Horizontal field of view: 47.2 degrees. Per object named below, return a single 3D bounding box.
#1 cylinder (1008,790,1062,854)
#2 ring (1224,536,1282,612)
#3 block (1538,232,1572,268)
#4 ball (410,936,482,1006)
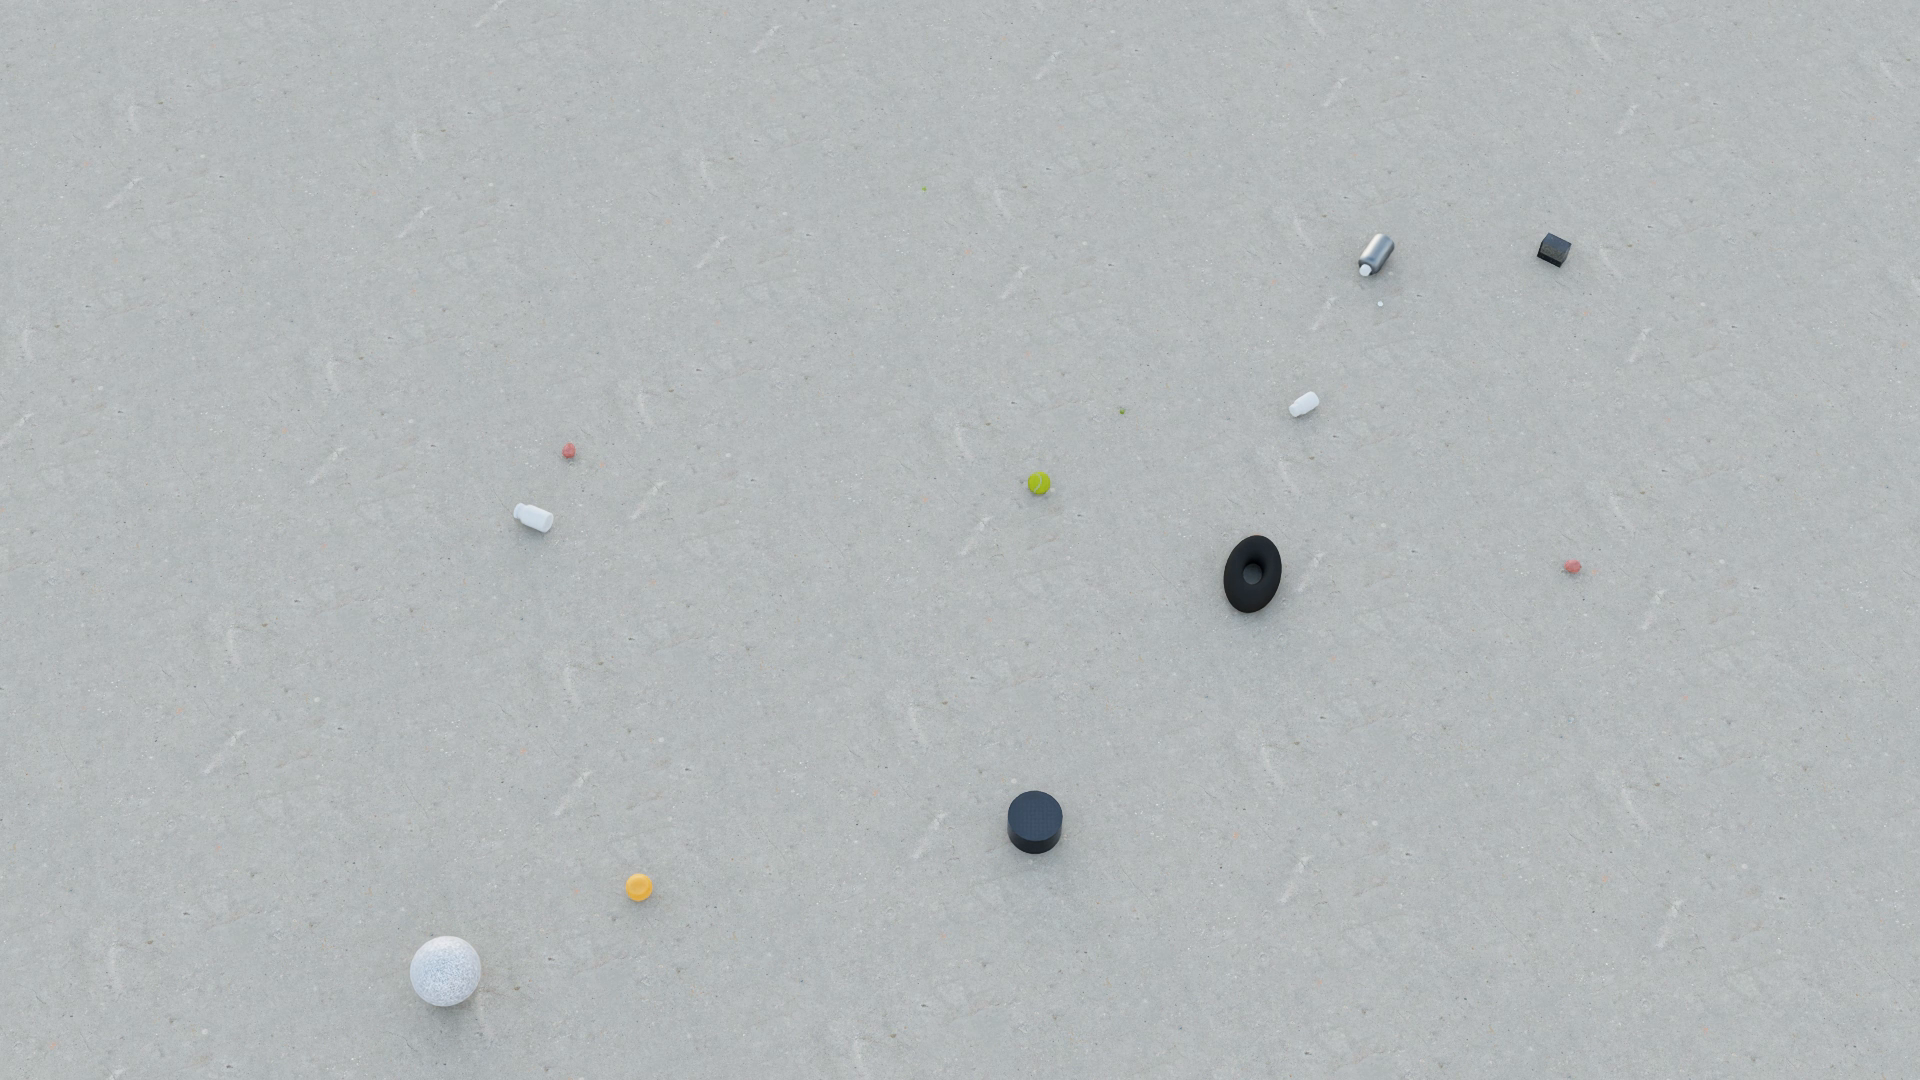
[{"bbox_3d":[0.204,0.771,6.008,0.149,0.080,0.152,-7,56,-5],"label":"cylinder"},{"bbox_3d":[0.860,0.099,6.461,0.166,0.078,0.268,14,56,7],"label":"ring"},{"bbox_3d":[1.936,-0.945,7.164,0.084,0.072,0.050,31,61,19],"label":"block"},{"bbox_3d":[-1.336,1.120,5.714,0.180,0.180,0.180,0,56,0],"label":"ball"}]
